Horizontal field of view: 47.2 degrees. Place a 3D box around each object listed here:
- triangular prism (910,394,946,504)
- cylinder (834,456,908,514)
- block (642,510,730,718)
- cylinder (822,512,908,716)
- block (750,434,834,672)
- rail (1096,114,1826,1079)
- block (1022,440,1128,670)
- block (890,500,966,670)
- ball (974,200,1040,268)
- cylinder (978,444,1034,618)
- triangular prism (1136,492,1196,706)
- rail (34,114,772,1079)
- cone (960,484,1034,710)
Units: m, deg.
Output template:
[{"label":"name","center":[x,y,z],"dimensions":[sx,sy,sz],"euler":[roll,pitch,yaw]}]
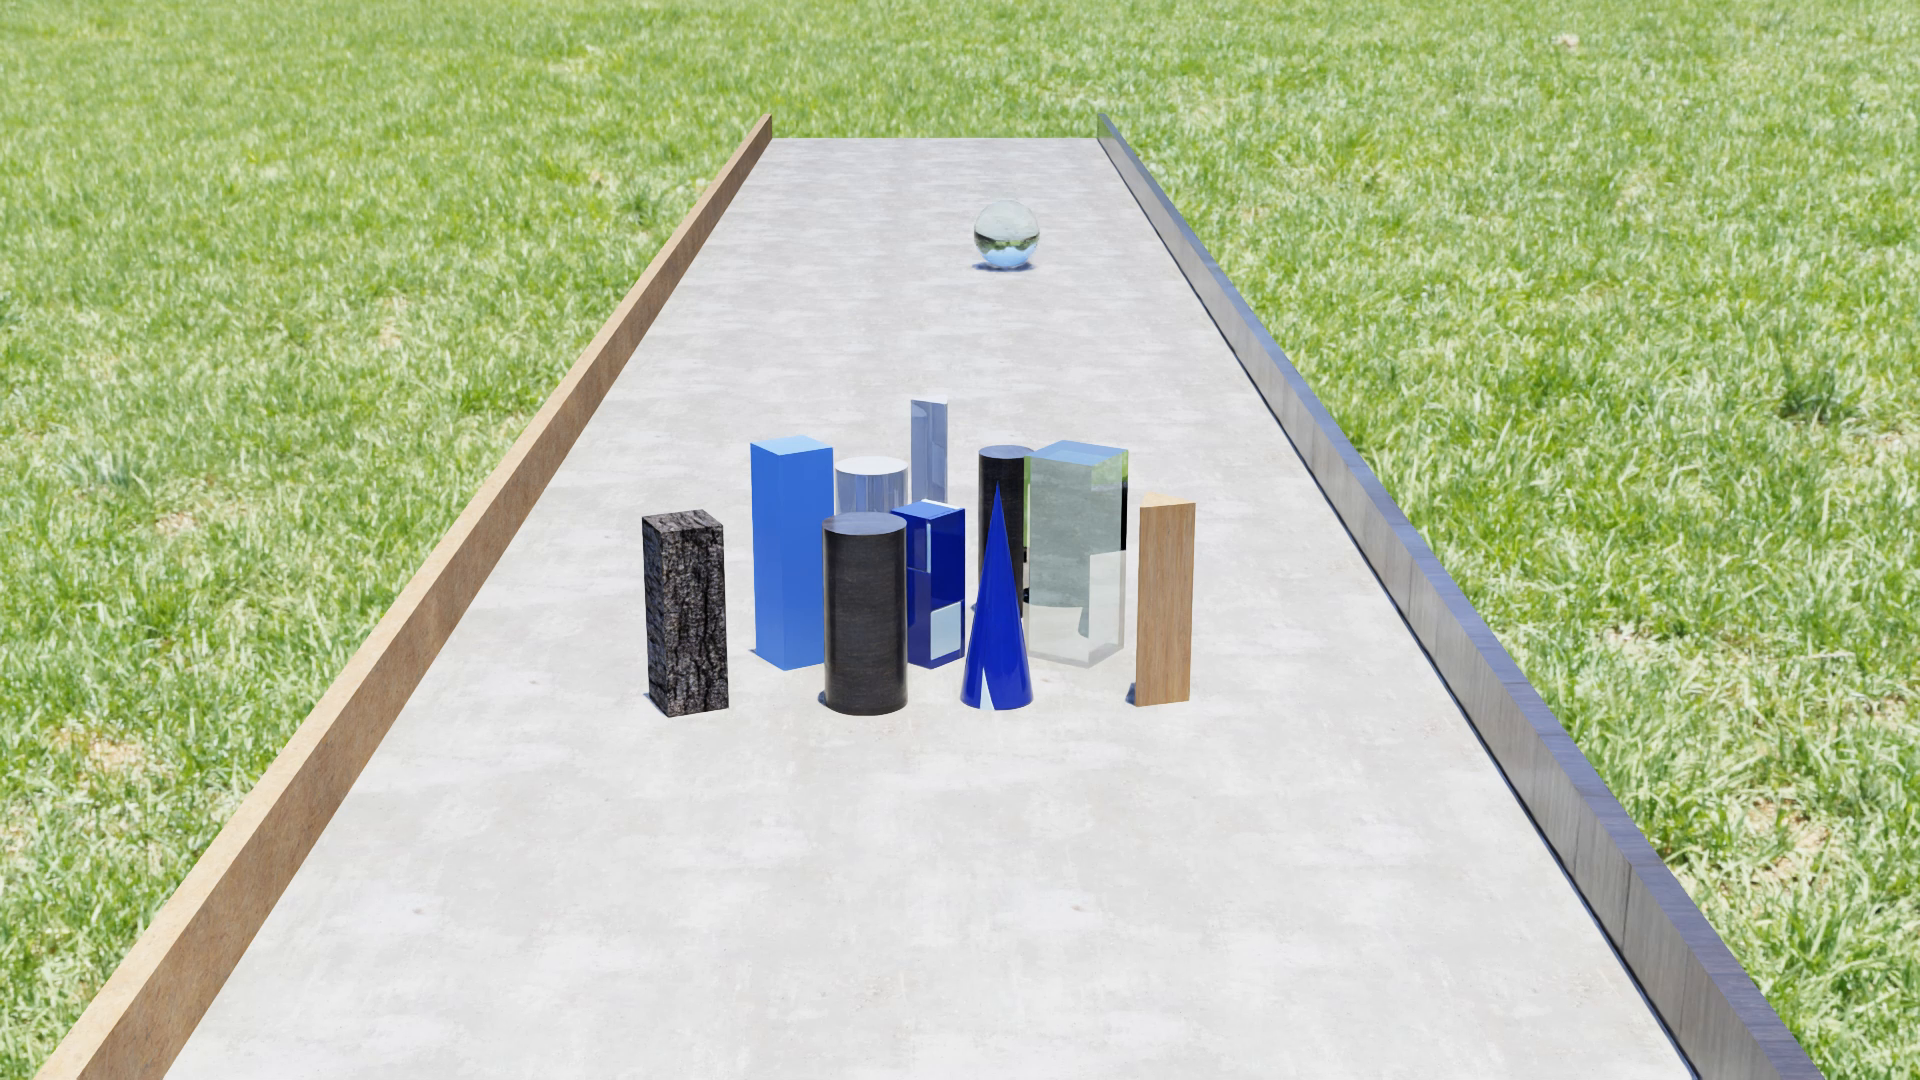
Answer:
[{"label":"triangular prism","center":[-0.049,-0.112,4.875],"dimensions":[0.091,0.416,0.079],"euler":[10,19,29]},{"label":"cylinder","center":[-0.185,0.003,4.634],"dimensions":[0.153,0.332,0.153],"euler":[0,17,0]},{"label":"block","center":[-0.516,0.137,4.133],"dimensions":[0.120,0.361,0.120],"euler":[-8,18,-24]},{"label":"cylinder","center":[-0.178,0.138,4.142],"dimensions":[0.159,0.353,0.159],"euler":[0,17,0]},{"label":"block","center":[-0.330,0.025,4.368],"dimensions":[0.120,0.441,0.120],"euler":[-11,20,-32]},{"label":"rail","center":[0.932,-0.844,7.801],"dimensions":[0.050,0.150,12.000],"euler":[0,17,-1]},{"label":"block","center":[0.231,0.027,4.405],"dimensions":[0.151,0.417,0.151],"euler":[10,19,31]},{"label":"block","center":[-0.063,0.088,4.386],"dimensions":[0.105,0.311,0.105],"euler":[14,21,38]},{"label":"ball","center":[0.188,-1.245,8.939],"dimensions":[0.270,0.270,0.270],"euler":[0,17,0]},{"label":"cylinder","center":[0.097,-0.016,4.663],"dimensions":[0.117,0.353,0.117],"euler":[0,17,0]},{"label":"triangular prism","center":[0.371,0.110,4.168],"dimensions":[0.111,0.393,0.096],"euler":[-5,17,-17]},{"label":"rail","center":[-1.118,-0.838,7.780],"dimensions":[0.050,0.150,12.000],"euler":[0,17,-1]},{"label":"cone","center":[0.070,0.095,4.151],"dimensions":[0.144,0.431,0.144],"euler":[0,17,0]}]
